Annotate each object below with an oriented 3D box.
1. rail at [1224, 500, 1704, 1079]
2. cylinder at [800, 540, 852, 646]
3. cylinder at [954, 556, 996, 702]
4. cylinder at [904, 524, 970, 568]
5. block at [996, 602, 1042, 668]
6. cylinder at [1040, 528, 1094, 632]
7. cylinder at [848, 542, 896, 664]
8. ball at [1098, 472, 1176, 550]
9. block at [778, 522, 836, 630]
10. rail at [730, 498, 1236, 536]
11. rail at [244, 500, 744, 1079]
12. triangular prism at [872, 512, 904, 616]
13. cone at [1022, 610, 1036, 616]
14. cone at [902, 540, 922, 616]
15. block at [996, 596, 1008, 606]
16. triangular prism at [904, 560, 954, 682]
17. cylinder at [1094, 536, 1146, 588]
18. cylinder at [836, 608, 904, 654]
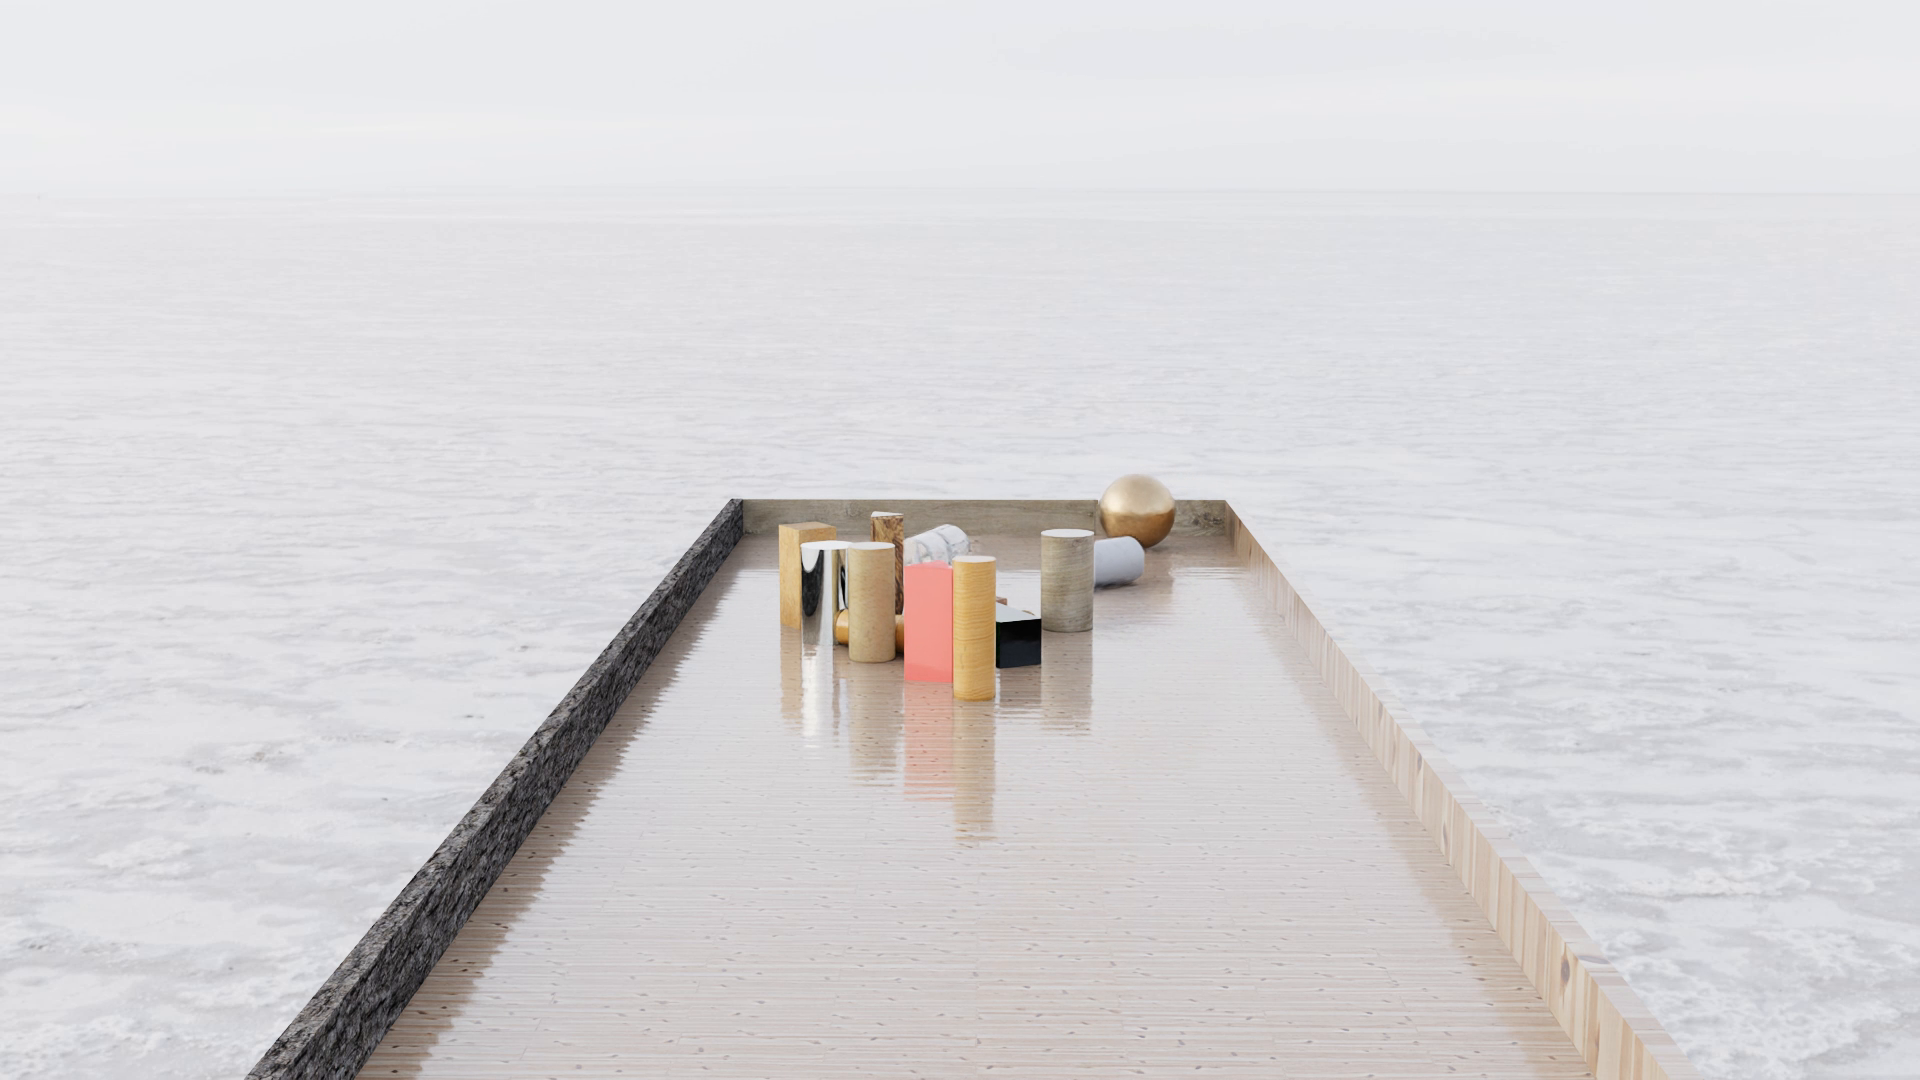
[{"bbox_3d":[1.046,0.843,3.208,0.050,0.150,12.000,0,9,1],"label":"rail"},{"bbox_3d":[-0.416,0.167,6.972,0.174,0.307,0.174,0,9,0],"label":"cylinder"},{"bbox_3d":[0.041,0.248,6.179,0.120,0.396,0.120,0,9,0],"label":"cylinder"},{"bbox_3d":[-0.111,0.053,8.138,0.167,0.167,0.394,3,10,21],"label":"cylinder"},{"bbox_3d":[0.080,0.278,6.802,0.141,0.141,0.458,-4,10,-26],"label":"block"},{"bbox_3d":[0.350,0.132,7.172,0.173,0.314,0.173,0,9,0],"label":"cylinder"},{"bbox_3d":[-0.269,0.190,6.691,0.143,0.350,0.143,0,9,0],"label":"cylinder"},{"bbox_3d":[0.706,-0.115,8.760,0.305,0.305,0.305,0,9,0],"label":"ball"},{"bbox_3d":[-0.500,0.116,7.227,0.138,0.329,0.138,-6,11,-32],"label":"block"},{"bbox_3d":[0.099,-0.098,9.147,2.100,0.150,0.050,0,9,1],"label":"rail"},{"bbox_3d":[-1.004,0.839,3.234,0.050,0.150,12.000,0,9,1],"label":"rail"},{"bbox_3d":[-0.258,0.097,7.206,0.114,0.372,0.099,-5,10,-27],"label":"triangular prism"},{"bbox_3d":[0.183,0.265,7.180,0.101,0.101,0.424,-1,2,-5],"label":"cone"},{"bbox_3d":[-0.134,0.166,6.894,0.137,0.333,0.137,0,9,0],"label":"cone"},{"bbox_3d":[-0.029,0.226,7.214,0.116,0.116,0.421,-8,12,-40],"label":"block"},{"bbox_3d":[-0.074,0.236,6.444,0.147,0.337,0.127,2,9,15],"label":"triangular prism"},{"bbox_3d":[0.502,0.087,7.926,0.312,0.166,0.166,-8,12,-43],"label":"cylinder"},{"bbox_3d":[-0.198,0.289,6.816,0.379,0.116,0.116,6,11,34],"label":"cylinder"}]
